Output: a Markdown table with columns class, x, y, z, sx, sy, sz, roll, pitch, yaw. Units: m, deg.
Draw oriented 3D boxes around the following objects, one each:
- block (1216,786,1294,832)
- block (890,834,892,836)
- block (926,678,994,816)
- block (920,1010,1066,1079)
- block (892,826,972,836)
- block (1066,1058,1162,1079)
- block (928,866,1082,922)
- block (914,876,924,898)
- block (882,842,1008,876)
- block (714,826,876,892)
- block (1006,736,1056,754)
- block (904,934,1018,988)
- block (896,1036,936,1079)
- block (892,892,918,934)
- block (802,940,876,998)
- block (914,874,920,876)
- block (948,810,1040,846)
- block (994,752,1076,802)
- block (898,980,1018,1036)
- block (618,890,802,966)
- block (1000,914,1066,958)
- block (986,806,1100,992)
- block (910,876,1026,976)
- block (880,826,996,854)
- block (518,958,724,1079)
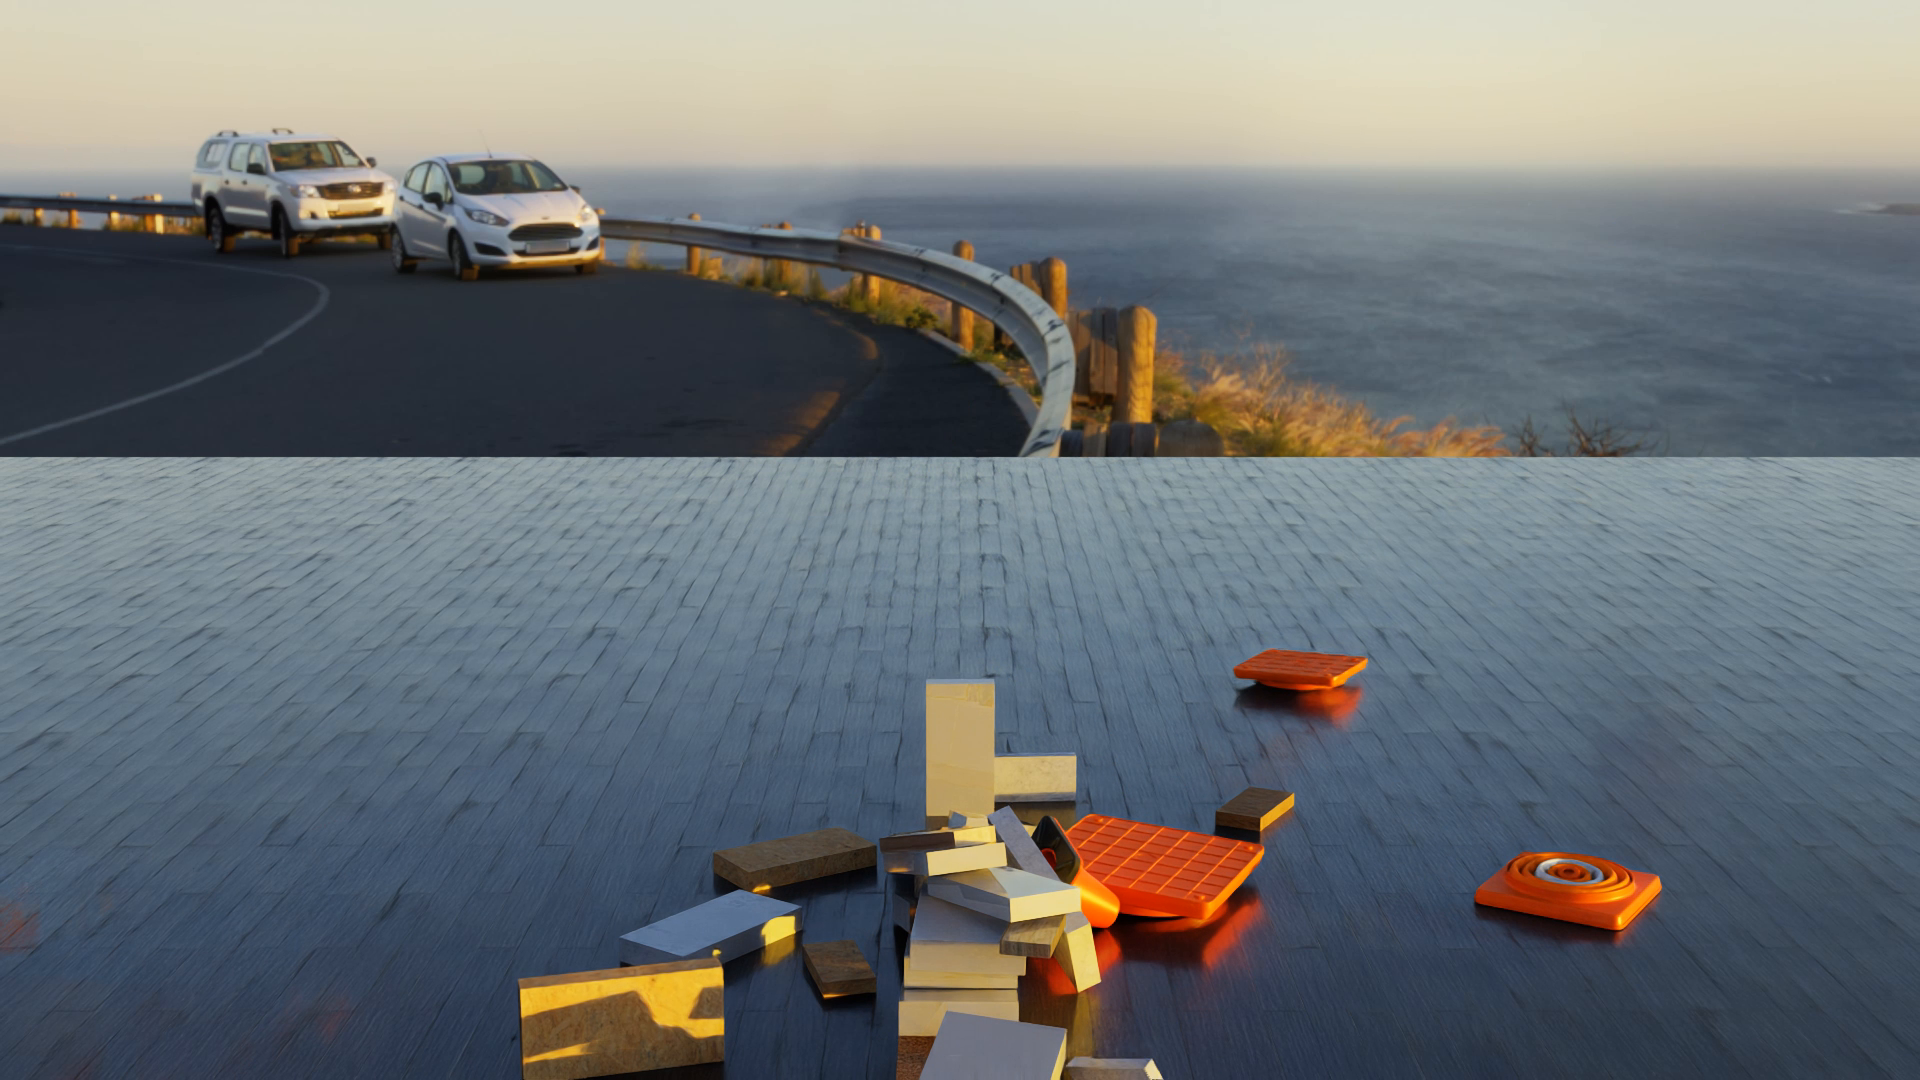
| class | x | y | z | sx | sy | sz | roll | pitch | yaw |
| --- | --- | --- | --- | --- | --- | --- | --- | --- | --- |
| block | 0.549 | 0.499 | 4.090 | 0.088 | 0.025 | 0.175 | 6 | 12 | 28 |
| block | -0.033 | 0.526 | 3.731 | 0.129 | 0.037 | 0.258 | 1 | -4 | -12 |
| block | 0.000 | 0.385 | 4.082 | 0.126 | 0.252 | 0.036 | 0 | 11 | -1 |
| block | 0.022 | 0.703 | 2.703 | 0.159 | 0.045 | 0.318 | 6 | 26 | 12 |
| block | -0.042 | 0.460 | 3.400 | 0.080 | 0.023 | 0.160 | -10 | -9 | 15 |
| block | 0.204 | 0.696 | 2.811 | 0.136 | 0.068 | 0.019 | -12 | 21 | 45 |
| block | 0.059 | 0.489 | 3.063 | 0.112 | 0.032 | 0.225 | -4 | 3 | -30 |
| block | -0.005 | 0.545 | 3.515 | 0.129 | 0.037 | 0.258 | 0 | -6 | 0 |
| block | -0.026 | 0.461 | 3.187 | 0.112 | 0.032 | 0.286 | -5 | -6 | -15 |
| block | -0.284 | 0.549 | 3.791 | 0.252 | 0.036 | 0.126 | -7 | 13 | -33 |
| block | 0.146 | 0.433 | 4.447 | 0.088 | 0.025 | 0.176 | -1 | 11 | -4 |
| block | 0.001 | 0.602 | 3.175 | 0.156 | 0.044 | 0.311 | 0 | -3 | 0 |
| block | -0.003 | 0.714 | 2.881 | 0.159 | 0.045 | 0.318 | 0 | 11 | 0 |
| block | -0.014 | 0.573 | 3.391 | 0.156 | 0.044 | 0.311 | 1 | -6 | -6 |
| block | -0.183 | 0.644 | 3.314 | 0.080 | 0.023 | 0.160 | -3 | 11 | -15 |
| block | -0.020 | 0.503 | 3.466 | 0.129 | 0.037 | 0.258 | 1 | -6 | -7 |
| block | 0.056 | 0.501 | 3.822 | 0.126 | 0.036 | 0.252 | 9 | -5 | -6 |
| block | 0.132 | 0.451 | 4.179 | 0.175 | 0.088 | 0.025 | -1 | 11 | -3 |
| block | -0.001 | 0.642 | 3.069 | 0.159 | 0.045 | 0.318 | 0 | -3 | 0 |
| block | -0.387 | 0.614 | 3.434 | 0.135 | 0.038 | 0.271 | 8 | 13 | 36 |
| block | 0.098 | 0.528 | 2.954 | 0.068 | 0.019 | 0.136 | 3 | 9 | 11 |
| block | 0.125 | 0.537 | 3.307 | 0.038 | 0.135 | 0.271 | -23 | 41 | -13 |
| block | 0.018 | 0.535 | 3.098 | 0.156 | 0.044 | 0.311 | 2 | 9 | 3 |
| block | -0.033 | 0.432 | 3.171 | 0.080 | 0.023 | 0.160 | -1 | -8 | -44 |
| block | -0.457 | 0.650 | 2.975 | 0.271 | 0.135 | 0.038 | -3 | 11 | -17 |
